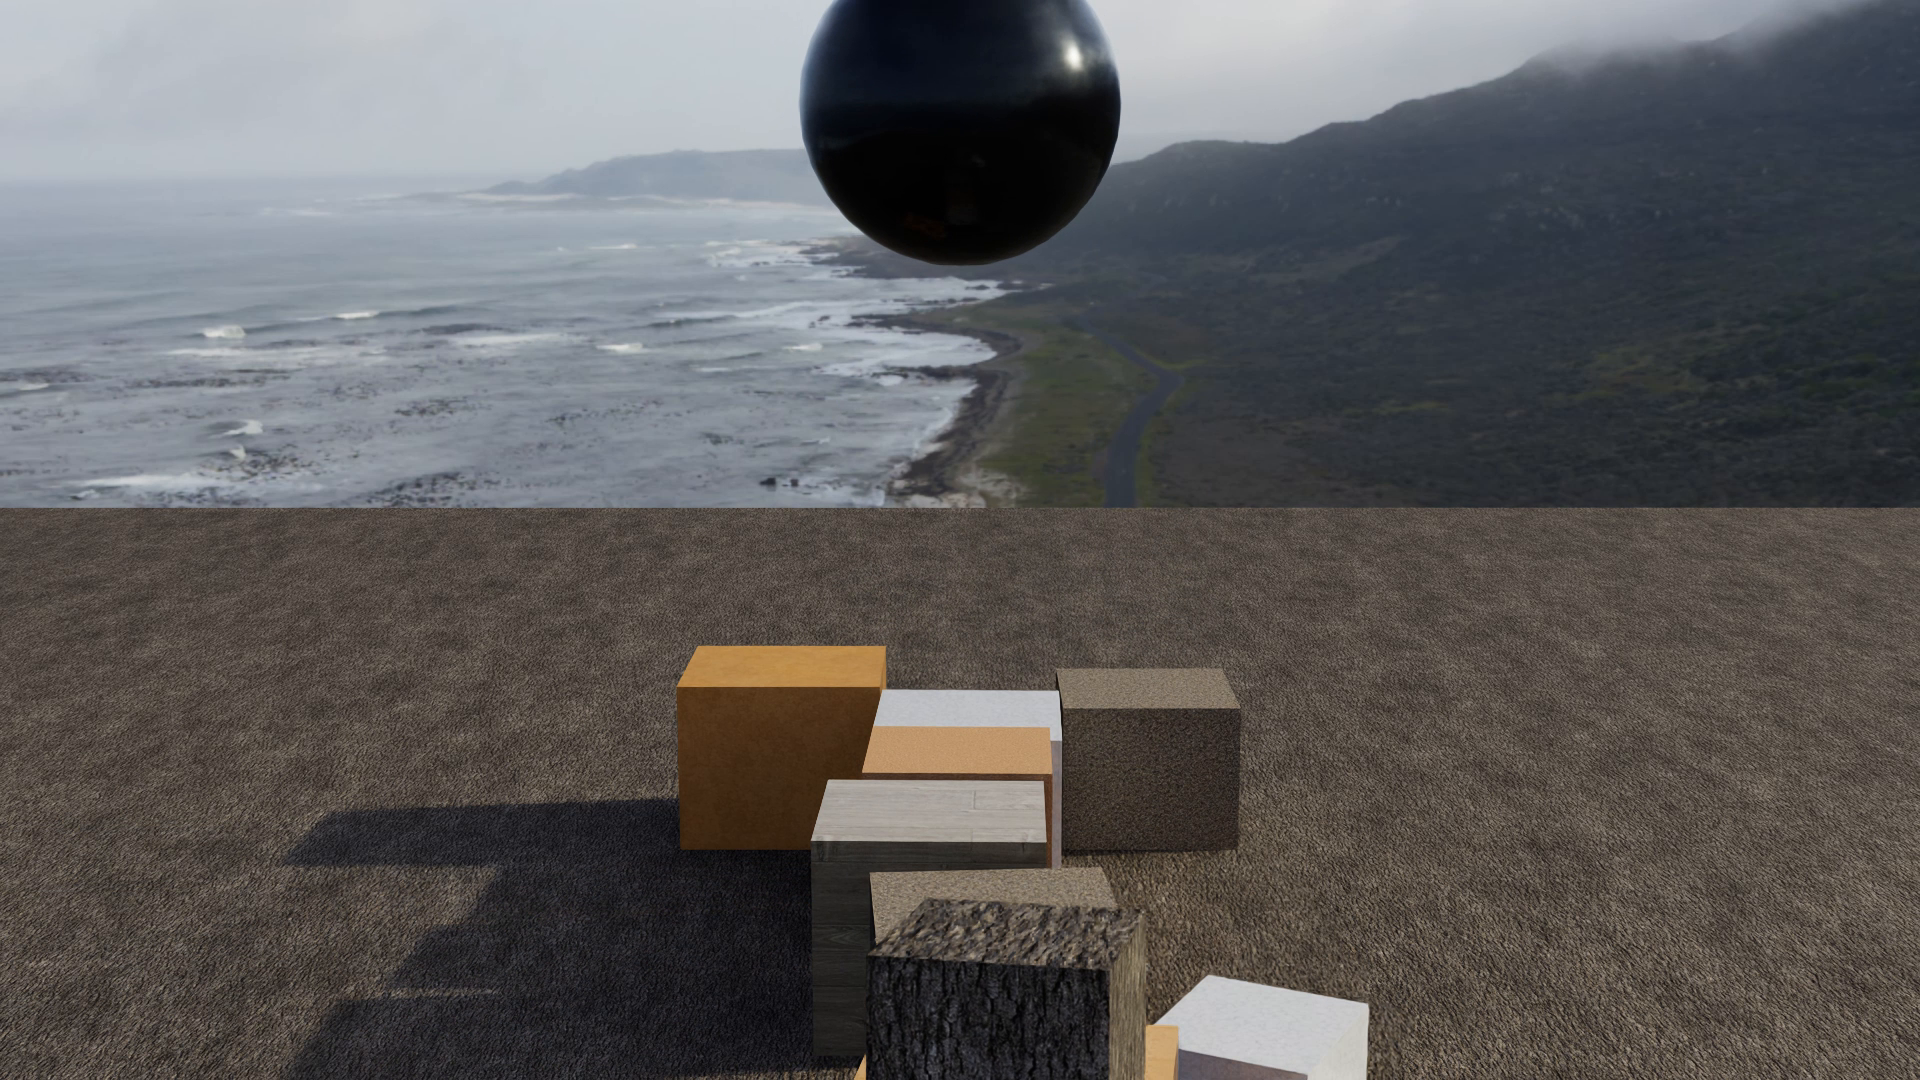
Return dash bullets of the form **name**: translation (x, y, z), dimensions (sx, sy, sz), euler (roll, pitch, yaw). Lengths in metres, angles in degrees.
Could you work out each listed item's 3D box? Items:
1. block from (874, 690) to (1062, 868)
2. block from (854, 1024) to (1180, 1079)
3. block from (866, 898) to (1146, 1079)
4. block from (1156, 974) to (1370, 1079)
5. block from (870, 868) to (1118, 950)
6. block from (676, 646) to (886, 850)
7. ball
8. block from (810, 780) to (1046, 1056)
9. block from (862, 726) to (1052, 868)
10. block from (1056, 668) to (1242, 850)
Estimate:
- **block**: translation (0.040, 1.226, 10.587), dimensions (0.880, 0.800, 0.920), euler (0, 10, 2)
- **block**: translation (0.163, 1.957, 6.500), dimensions (0.915, 0.823, 0.807), euler (1, 10, 8)
- **block**: translation (0.137, 1.299, 5.814), dimensions (0.621, 0.534, 0.652), euler (1, 4, 13)
- **block**: translation (0.979, 1.904, 7.343), dimensions (0.579, 0.625, 0.643), euler (5, 12, 27)
- **block**: translation (0.124, 1.702, 7.889), dimensions (0.867, 0.828, 0.757), euler (-1, 10, -4)
- **block**: translation (-0.899, 1.059, 11.392), dimensions (1.004, 0.840, 0.894), euler (0, 10, 0)
- **ball**: translation (0.000, -2.157, 10.875), dimensions (1.600, 1.600, 1.600), euler (0, 10, 0)
- **block**: translation (-0.110, 1.504, 8.859), dimensions (0.899, 0.870, 0.815), euler (0, 10, 1)
- **block**: translation (-0.003, 1.345, 9.758), dimensions (0.807, 0.863, 0.751), euler (0, 10, 1)
- **block**: translation (0.952, 1.119, 11.371), dimensions (0.881, 0.730, 0.833), euler (0, 10, 0)
